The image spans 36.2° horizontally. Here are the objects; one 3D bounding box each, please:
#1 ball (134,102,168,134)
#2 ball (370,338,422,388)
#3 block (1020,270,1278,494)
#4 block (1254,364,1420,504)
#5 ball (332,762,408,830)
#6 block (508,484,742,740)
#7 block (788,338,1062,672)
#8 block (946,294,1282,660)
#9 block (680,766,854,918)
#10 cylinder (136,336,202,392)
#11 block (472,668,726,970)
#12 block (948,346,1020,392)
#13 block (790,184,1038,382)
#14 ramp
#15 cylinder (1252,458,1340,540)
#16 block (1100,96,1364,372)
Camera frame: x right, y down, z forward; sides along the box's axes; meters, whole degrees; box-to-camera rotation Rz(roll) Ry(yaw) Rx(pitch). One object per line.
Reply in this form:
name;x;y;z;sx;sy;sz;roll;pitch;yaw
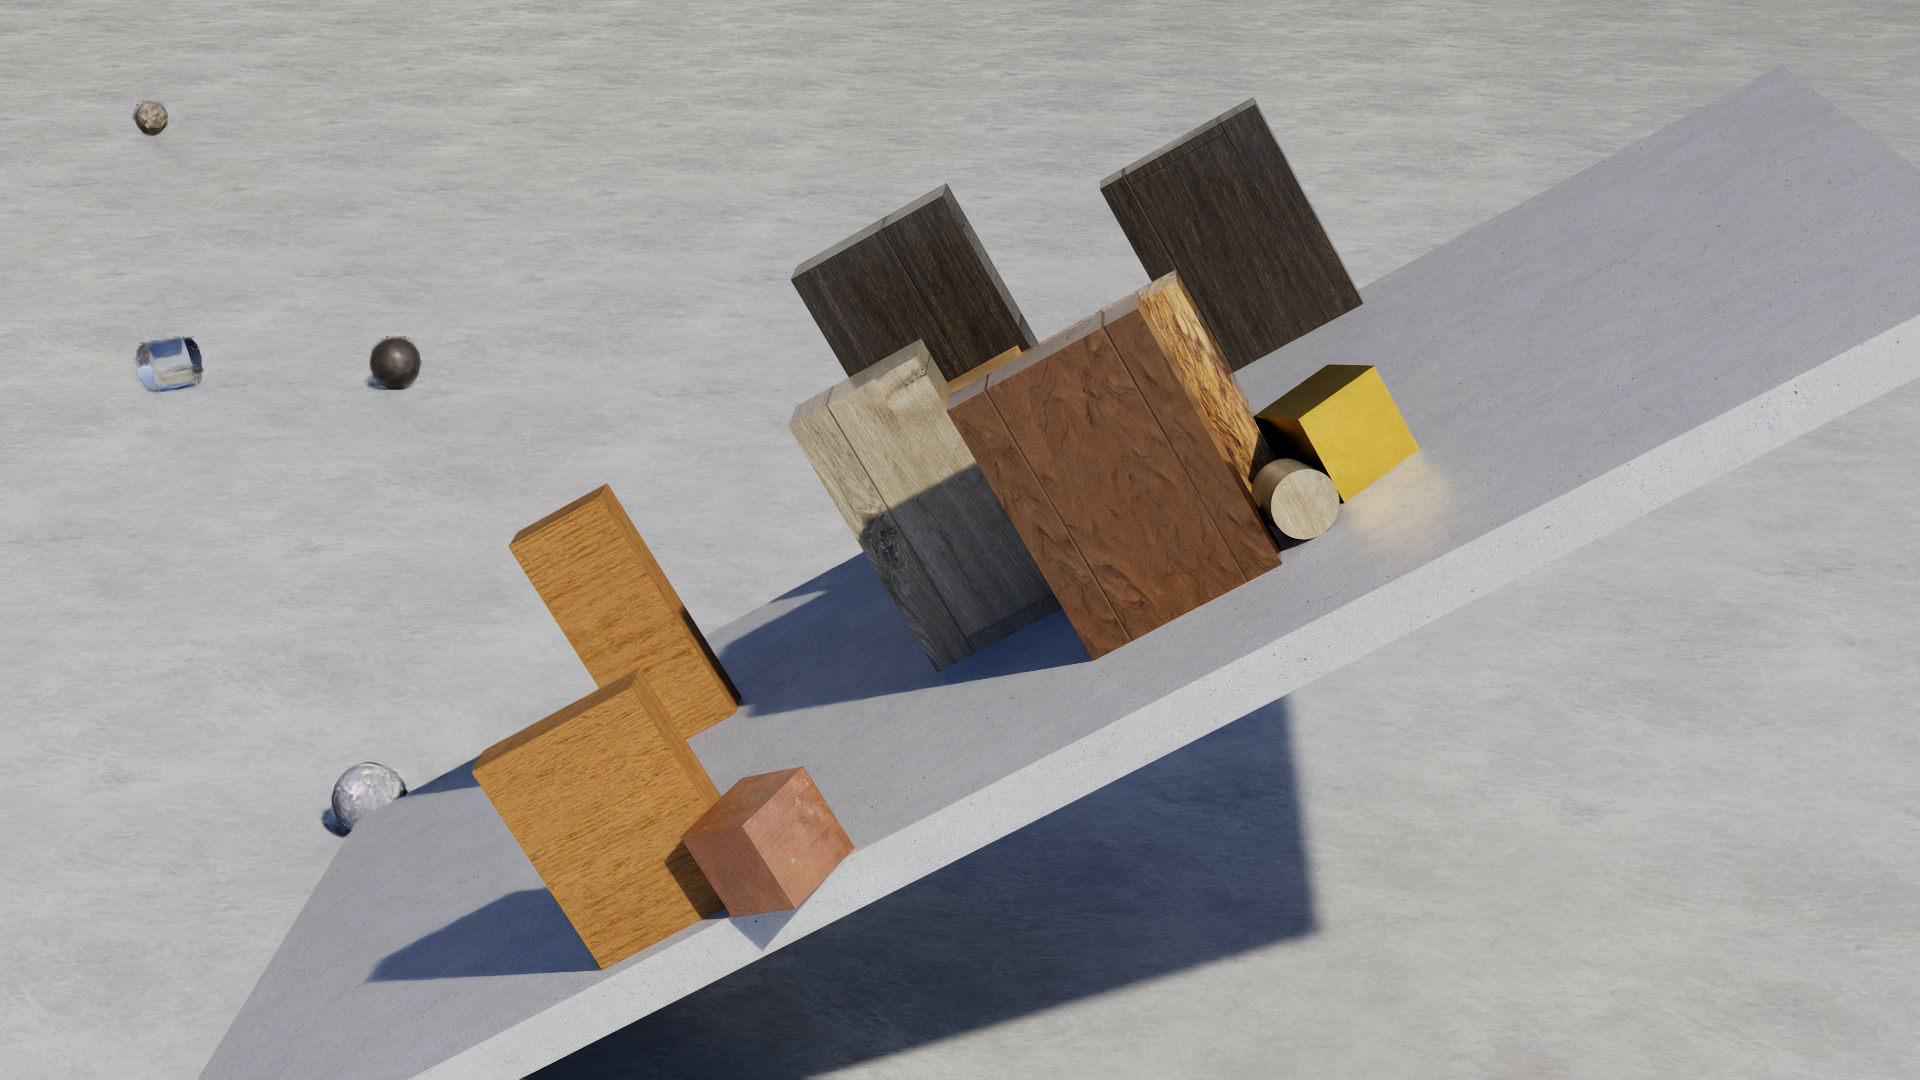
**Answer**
ball;-4.757;-2.483;17.301;0.191;0.191;0.191;0;18;0
ball;-2.293;-0.720;11.944;0.206;0.206;0.206;0;18;0
block;0.398;-0.224;5.850;0.351;0.512;0.110;-28;15;12
block;0.738;-0.211;5.769;0.192;0.192;0.192;-35;15;-15
ball;-1.549;0.681;7.722;0.195;0.195;0.195;0;18;0
block;-0.751;0.187;6.628;0.240;0.584;0.105;-28;15;12
block;-0.063;-0.069;6.062;0.300;0.607;0.148;-28;15;12
block;0.295;-0.116;5.581;0.407;0.567;0.120;-28;15;12
block;-0.352;0.554;5.392;0.185;0.185;0.185;-15;22;46
cylinder;-3.208;-0.713;11.938;0.196;0.196;0.196;-14;23;-36
block;-0.635;0.524;5.506;0.348;0.460;0.105;-28;15;12
block;0.050;-0.122;6.356;0.409;0.437;0.144;-28;15;12
block;-0.017;-0.378;6.704;0.394;0.759;0.140;-28;15;12
ramp;0.142;0.168;6.284;4.000;0.100;2.000;-28;15;12
cylinder;0.642;-0.080;5.637;0.135;0.135;0.135;-3;11;-10
block;0.639;-0.701;6.921;0.408;0.539;0.099;-28;15;12
